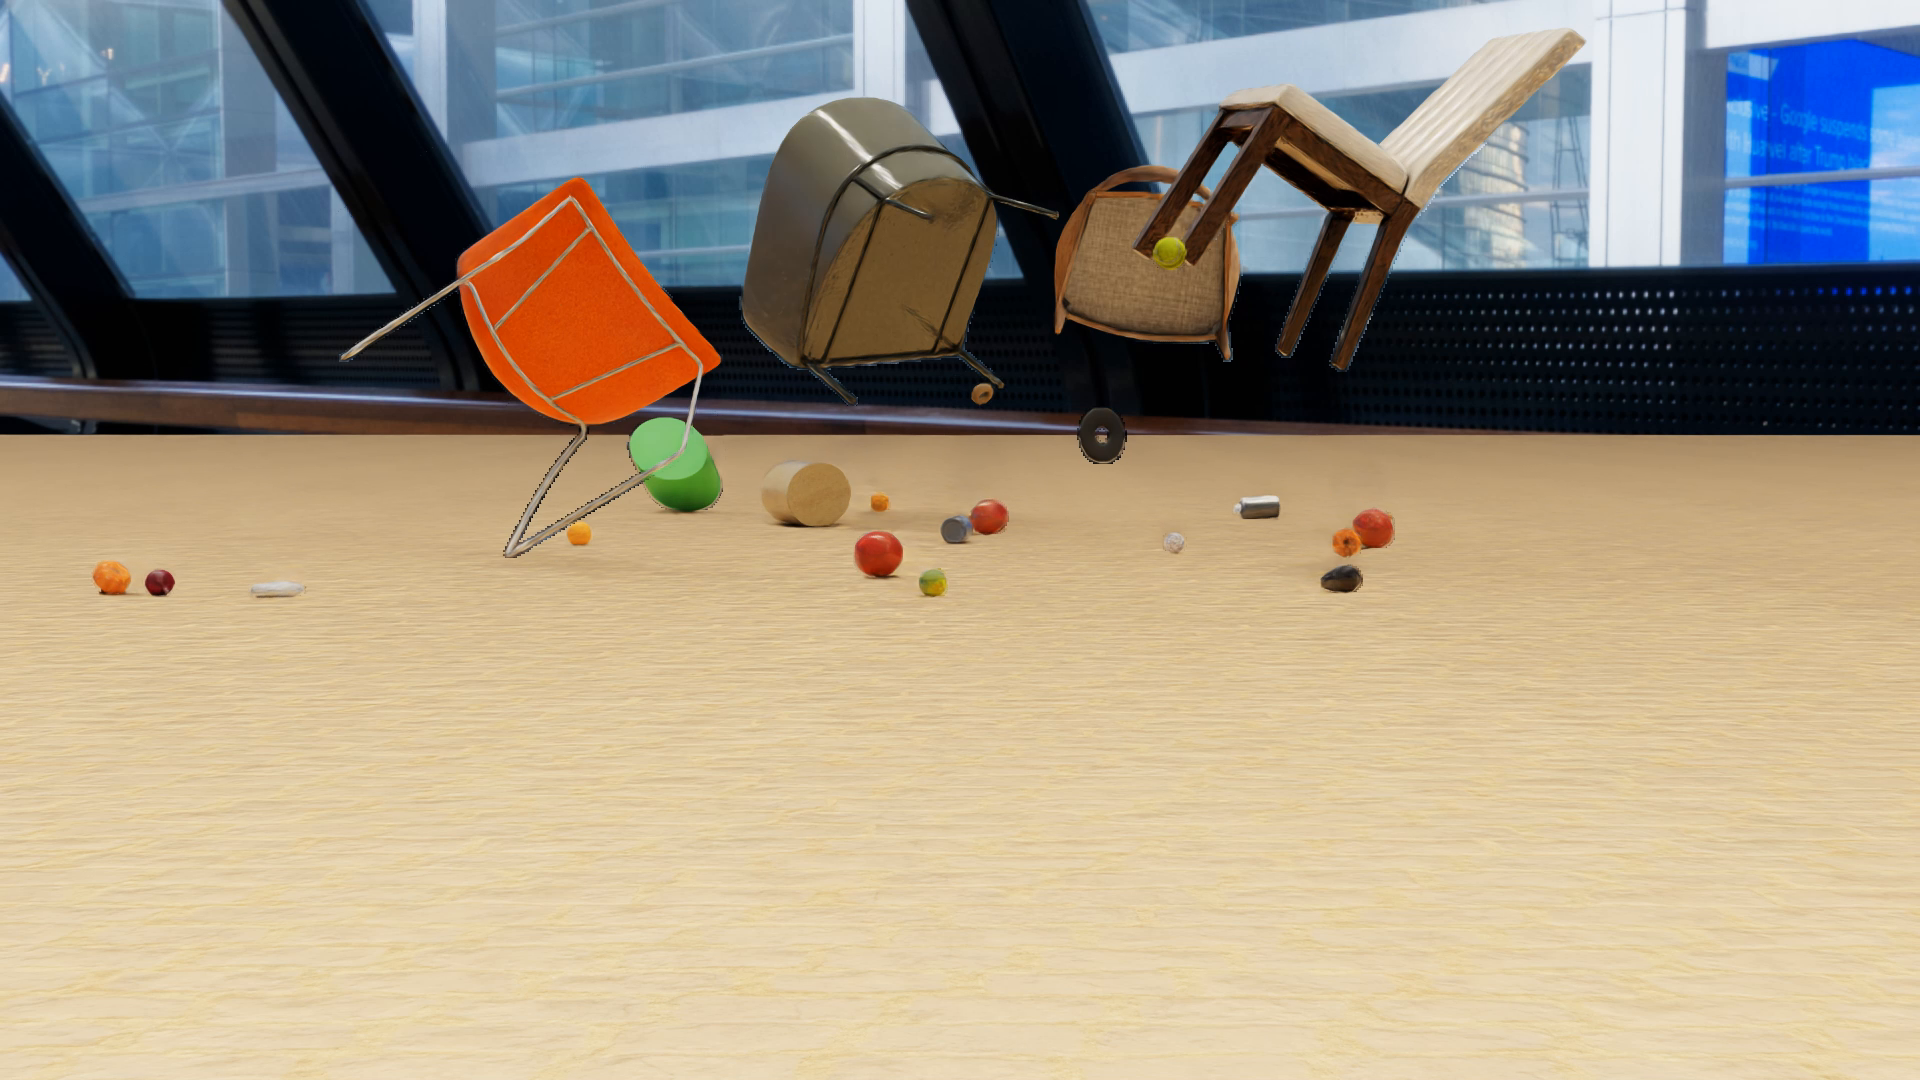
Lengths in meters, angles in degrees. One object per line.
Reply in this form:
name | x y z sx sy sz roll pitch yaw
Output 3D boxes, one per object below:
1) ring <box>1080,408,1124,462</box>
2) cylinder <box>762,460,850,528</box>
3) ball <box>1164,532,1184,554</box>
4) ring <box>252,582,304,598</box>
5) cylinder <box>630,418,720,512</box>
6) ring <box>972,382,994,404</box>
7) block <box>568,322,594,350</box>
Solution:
ring | 0.331 -0.246 5.125 0.125 0.137 0.016 45 -30 -19
cylinder | -0.510 -0.154 7.257 0.222 0.210 0.240 -16 10 -24
ball | 0.587 0.008 6.022 0.057 0.057 0.057 0 4 0
ring | -1.478 0.108 4.765 0.116 0.029 0.089 -2 4 -44
cylinder | -1.044 -0.277 8.072 0.318 0.243 0.222 31 -21 23
ring | 0.073 -0.486 7.297 0.080 0.033 0.083 -35 -33 -5
block | -1.346 -0.727 7.804 0.050 0.081 0.054 -27 -8 15
